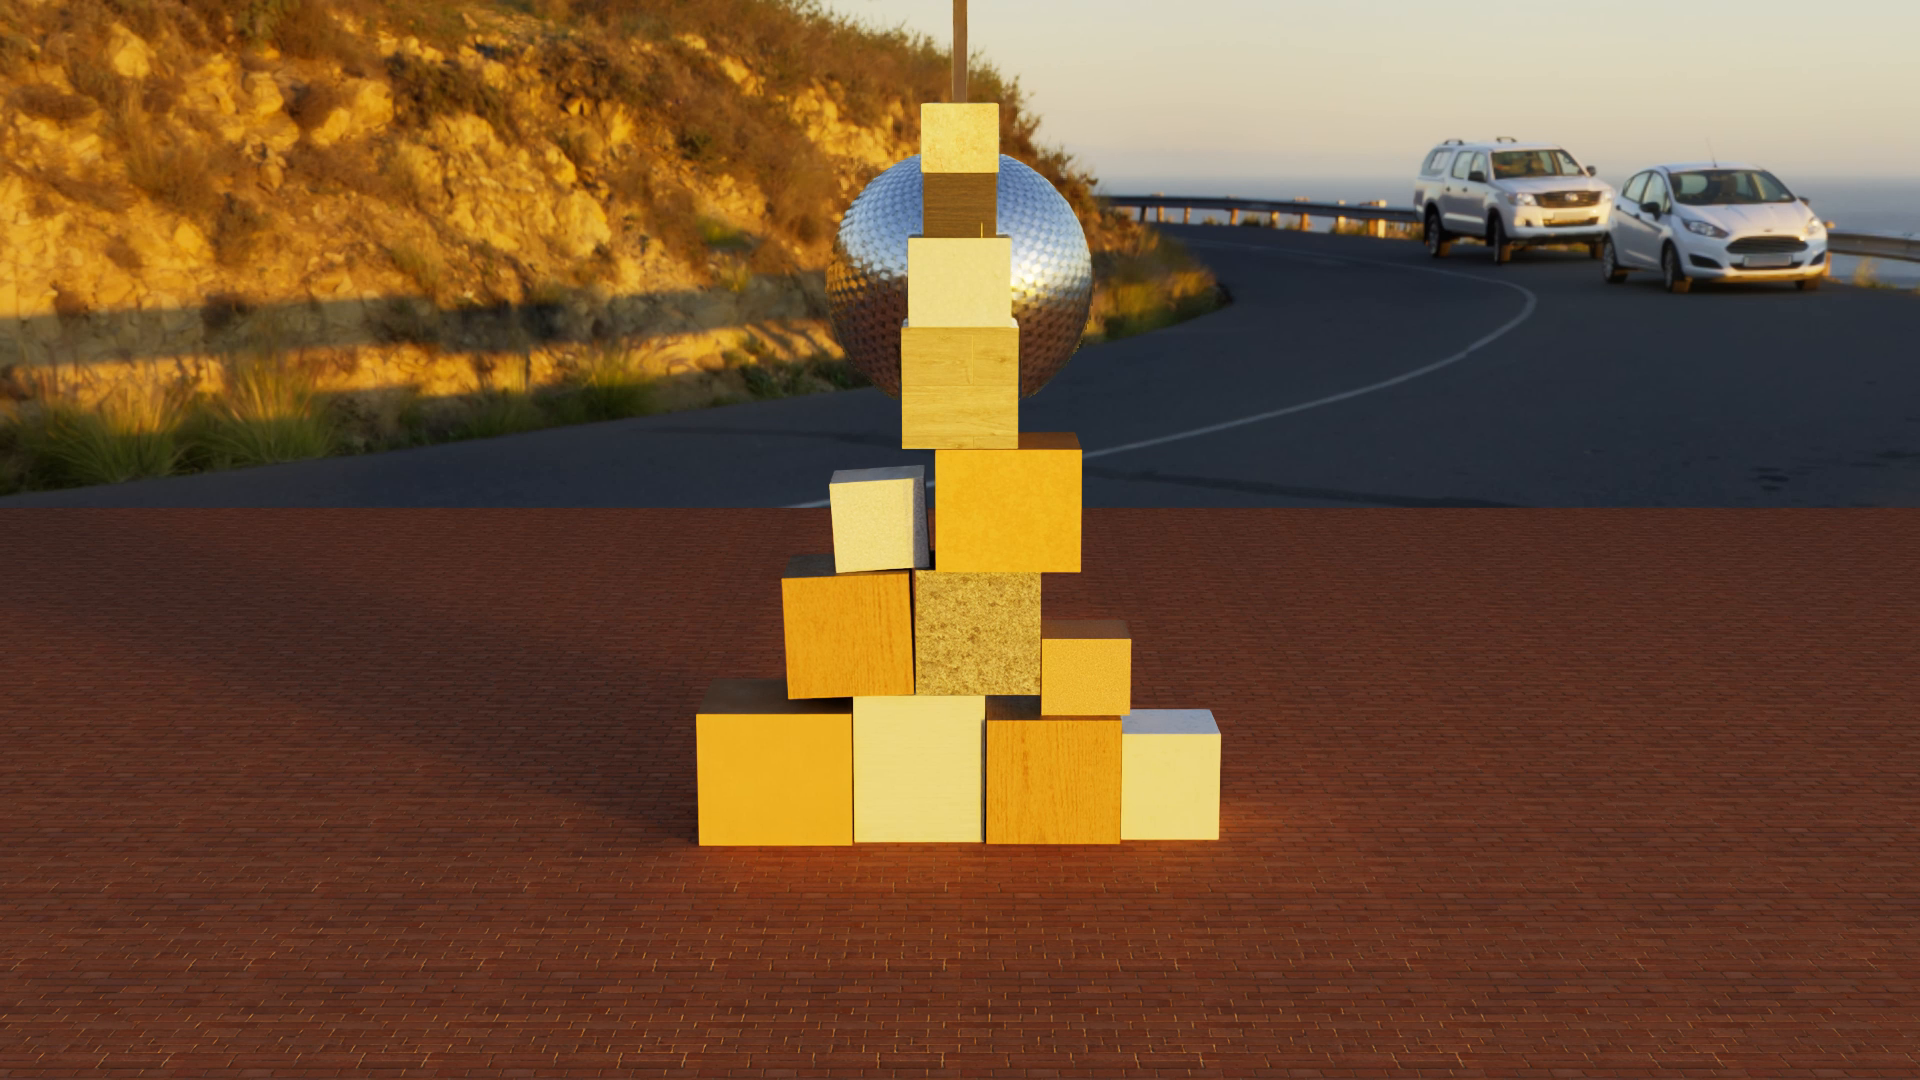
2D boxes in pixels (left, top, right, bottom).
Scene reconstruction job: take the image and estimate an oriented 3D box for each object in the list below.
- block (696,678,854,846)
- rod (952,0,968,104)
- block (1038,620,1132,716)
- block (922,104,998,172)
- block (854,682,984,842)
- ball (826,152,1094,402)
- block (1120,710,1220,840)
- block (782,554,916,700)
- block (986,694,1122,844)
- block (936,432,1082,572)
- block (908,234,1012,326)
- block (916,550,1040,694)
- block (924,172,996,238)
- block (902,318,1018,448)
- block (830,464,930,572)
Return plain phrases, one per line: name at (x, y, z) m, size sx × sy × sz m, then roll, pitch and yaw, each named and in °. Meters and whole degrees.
block at (-0.930, 1.139, 11.395) m, size 0.771 × 0.681 × 0.740 m, roll 0°, pitch 10°, yaw 0°
rod at (0.000, -4.411, 11.389) m, size 0.080 × 5.200 × 0.080 m, roll 0°, pitch 33°, yaw 0°
block at (0.635, 0.650, 11.293) m, size 0.447 × 0.393 × 0.452 m, roll 0°, pitch 10°, yaw 0°
block at (0.000, -1.980, 10.829) m, size 0.372 × 0.328 × 0.388 m, roll 0°, pitch 10°, yaw 0°
block at (-0.205, 1.099, 11.392) m, size 0.659 × 0.763 × 0.636 m, roll 0°, pitch 10°, yaw 0°
ball at (0.000, -1.553, 13.231) m, size 1.600 × 1.600 × 1.600 m, roll 0°, pitch 10°, yaw 0°
block at (1.067, 1.208, 11.380) m, size 0.497 × 0.552 × 0.492 m, roll 0°, pitch 10°, yaw 0°
block at (-0.557, 0.425, 11.252) m, size 0.629 × 0.614 × 0.630 m, roll -2°, pitch 10°, yaw 0°
block at (0.472, 1.159, 11.394) m, size 0.674 × 0.643 × 0.682 m, roll 0°, pitch 10°, yaw 0°
block at (0.239, -0.201, 11.148) m, size 0.717 × 0.610 × 0.668 m, roll 0°, pitch 10°, yaw 0°
block at (0.000, -1.298, 10.953) m, size 0.504 × 0.427 × 0.481 m, roll 0°, pitch 10°, yaw 0°
block at (0.091, 0.415, 11.242) m, size 0.622 × 0.636 × 0.545 m, roll 0°, pitch 10°, yaw 0°
block at (0.000, -1.659, 10.866) m, size 0.353 × 0.315 × 0.338 m, roll 0°, pitch 10°, yaw 0°
block at (0.000, -0.793, 11.033) m, size 0.568 × 0.595 × 0.575 m, roll 0°, pitch 10°, yaw 0°
block at (-0.400, -0.112, 11.166) m, size 0.467 × 0.449 × 0.448 m, roll -4°, pitch 10°, yaw 1°
